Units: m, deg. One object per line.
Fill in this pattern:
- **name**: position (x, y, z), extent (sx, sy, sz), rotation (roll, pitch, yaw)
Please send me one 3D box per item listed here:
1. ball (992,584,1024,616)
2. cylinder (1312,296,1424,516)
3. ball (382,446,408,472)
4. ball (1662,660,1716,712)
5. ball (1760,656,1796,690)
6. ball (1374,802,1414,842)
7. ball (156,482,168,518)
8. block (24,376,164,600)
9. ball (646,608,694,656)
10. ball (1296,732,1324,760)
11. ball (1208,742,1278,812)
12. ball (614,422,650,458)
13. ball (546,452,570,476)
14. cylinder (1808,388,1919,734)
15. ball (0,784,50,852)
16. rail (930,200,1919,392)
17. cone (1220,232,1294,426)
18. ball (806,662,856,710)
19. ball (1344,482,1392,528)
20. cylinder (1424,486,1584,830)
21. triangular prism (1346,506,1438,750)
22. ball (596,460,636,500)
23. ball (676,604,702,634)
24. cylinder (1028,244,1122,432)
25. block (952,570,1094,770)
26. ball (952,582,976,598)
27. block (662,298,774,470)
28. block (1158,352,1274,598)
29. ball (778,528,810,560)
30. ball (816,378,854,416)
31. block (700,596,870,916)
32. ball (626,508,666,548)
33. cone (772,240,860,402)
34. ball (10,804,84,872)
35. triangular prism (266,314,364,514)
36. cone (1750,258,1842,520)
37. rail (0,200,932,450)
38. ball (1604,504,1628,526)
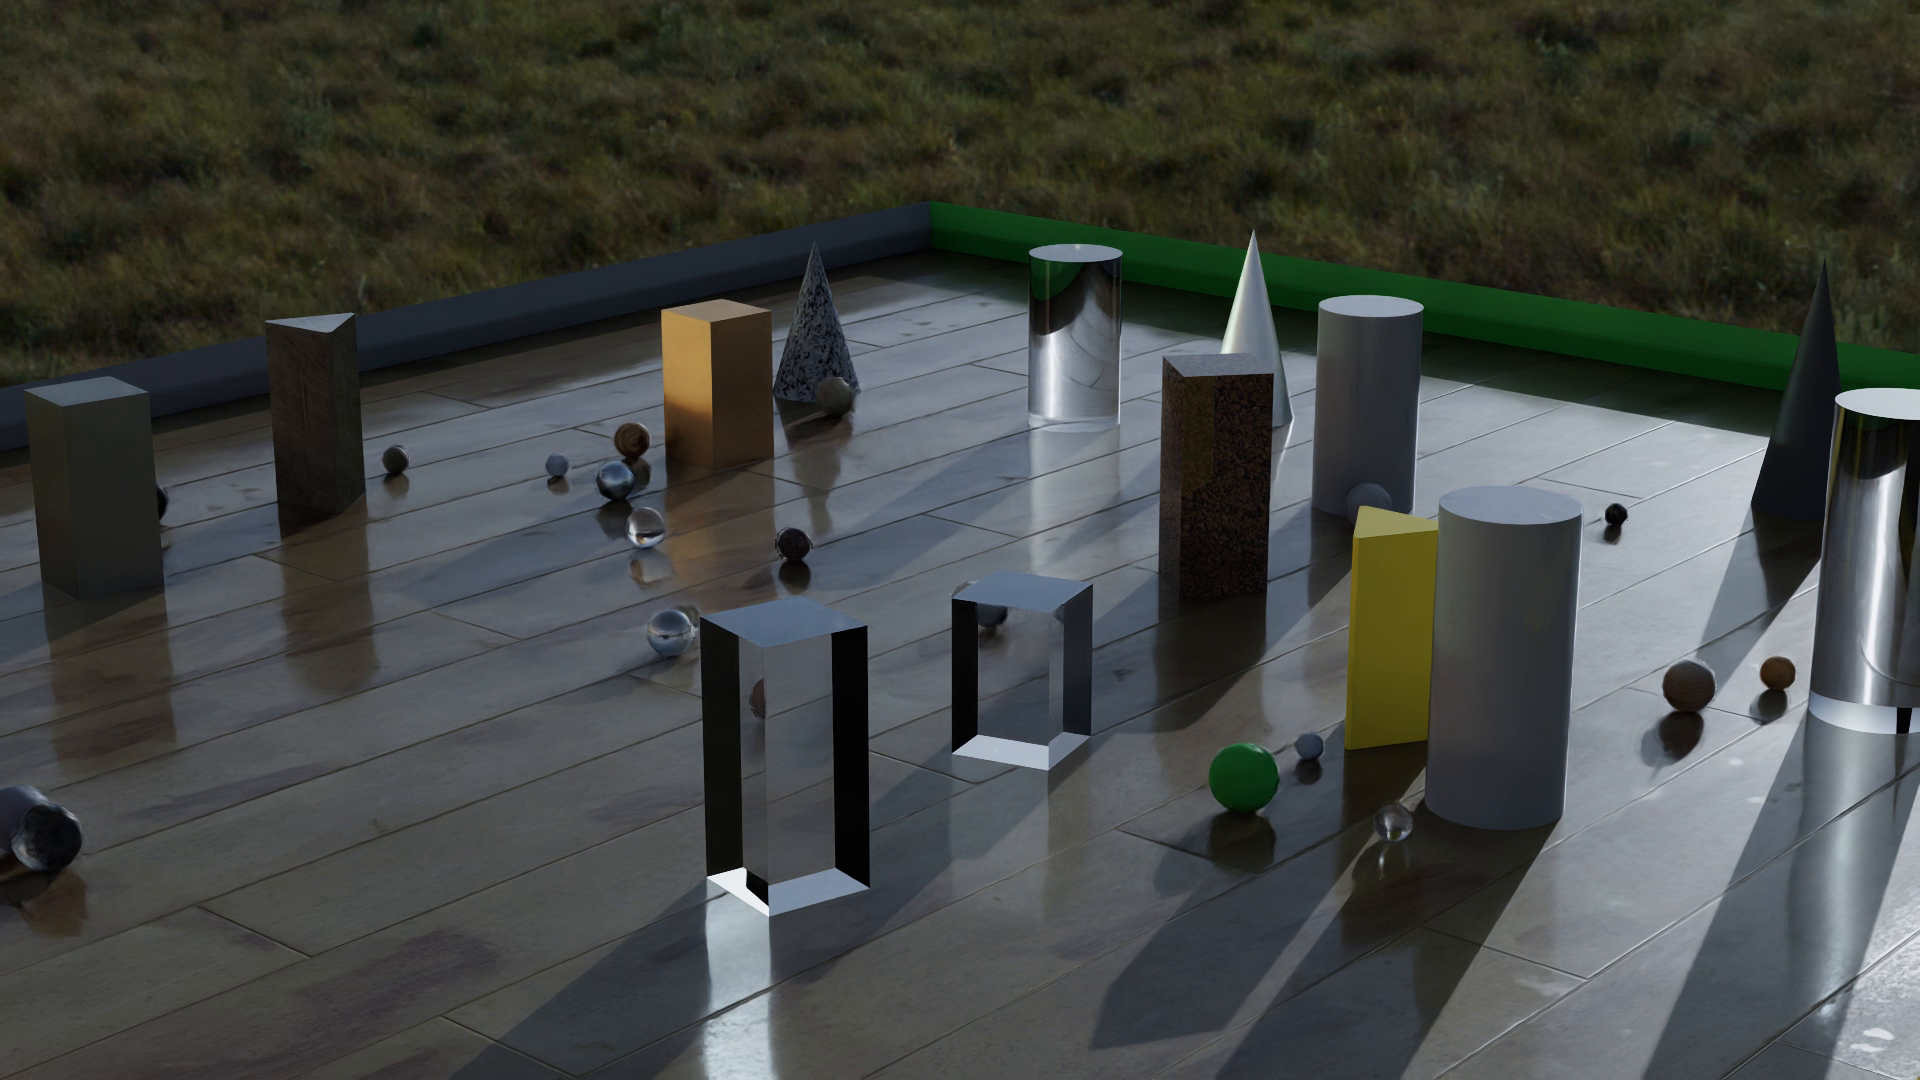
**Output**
- **ball**: position (0.083, 0.103, 5.016), extent (0.056, 0.056, 0.056), rotation (0, 17, 0)
- **cylinder**: position (0.782, -0.258, 5.631), extent (0.198, 0.391, 0.198), rotation (0, 17, 0)
- **ball**: position (-1.136, -0.162, 5.901), extent (0.052, 0.052, 0.052), rotation (0, 17, 0)
- **ball**: position (1.133, 0.227, 4.559), extent (0.081, 0.081, 0.081), rotation (0, 17, 0)
- **ball**: position (1.299, 0.211, 4.657), extent (0.055, 0.055, 0.055), rotation (0, 17, 0)
- **ball**: position (0.602, 0.391, 4.063), extent (0.053, 0.053, 0.053), rotation (0, 17, 0)
- **ball**: position (-1.540, -0.072, 5.548), extent (0.083, 0.083, 0.083), rotation (0, 17, 0)
- **block**: position (-1.523, -0.093, 5.159), extent (0.158, 0.348, 0.158), rotation (-14, 22, -38)
- **ball**: position (-0.476, 0.151, 4.817), extent (0.077, 0.077, 0.077), rotation (0, 17, 0)
- **ball**: position (0.521, 0.307, 4.363), extent (0.042, 0.042, 0.042), rotation (0, 17, 0)
- **ball**: position (0.403, 0.337, 4.162), extent (0.099, 0.099, 0.099), rotation (0, 17, 0)
- **ball**: position (-0.671, -0.206, 6.009), extent (0.075, 0.075, 0.075), rotation (0, 17, 0)
- **ball**: position (-0.806, -0.151, 5.873), extent (0.047, 0.047, 0.047), rotation (0, 17, 0)
- **cylinder**: position (1.423, 0.031, 4.495), extent (0.198, 0.494, 0.198), rotation (0, 17, 0)
- **ball**: position (-1.294, 0.382, 4.025), extent (0.093, 0.093, 0.093), rotation (0, 17, 0)
- **rail**: position (1.512, -0.470, 6.787), extent (4.268, 0.129, 0.045), rotation (14, 22, 39)
- **cone**: position (0.623, -0.464, 6.281), extent (0.198, 0.412, 0.198), rotation (0, 17, 0)
- **ball**: position (-0.201, 0.227, 4.567), extent (0.076, 0.076, 0.076), rotation (0, 17, 0)
- **ball**: position (0.767, -0.063, 5.508), extent (0.090, 0.090, 0.090), rotation (0, 17, 0)
- **cylinder**: position (0.765, 0.164, 4.135), extent (0.198, 0.446, 0.198), rotation (0, 17, 0)
- **triangular prism**: position (0.639, 0.127, 4.456), extent (0.171, 0.332, 0.149), rotation (-6, 18, -18)
- **ball**: position (-0.669, -0.115, 5.702), extent (0.077, 0.077, 0.077), rotation (0, 17, 0)
- **ball**: position (-0.457, 0.135, 4.912), extent (0.054, 0.054, 0.054), rotation (0, 17, 0)
- **cylinder**: position (0.245, -0.431, 6.248), extent (0.198, 0.367, 0.198), rotation (0, 17, 0)
- **block**: position (0.094, 0.192, 4.391), extent (0.158, 0.244, 0.158), rotation (8, 19, 25)
- **ball**: position (0.019, 0.104, 4.991), extent (0.067, 0.067, 0.067), rotation (0, 17, 0)
- **block**: position (-0.494, -0.319, 5.983), extent (0.158, 0.306, 0.158), rotation (-15, 23, -41)
- **block**: position (0.447, -0.115, 5.150), extent (0.158, 0.396, 0.158), rotation (-3, 17, -9)
- **ball**: position (-0.301, 0.007, 5.327), extent (0.059, 0.059, 0.059), rotation (0, 17, 0)
- **ball**: position (-0.270, -0.308, 6.334), extent (0.082, 0.082, 0.082), rotation (0, 17, 0)
- **block**: position (-0.231, 0.282, 3.876), extent (0.158, 0.370, 0.158), rotation (-12, 20, -34)
- **ball**: position (-0.578, -0.022, 5.396), extent (0.075, 0.075, 0.075), rotation (0, 17, 0)
- **cone**: position (-0.320, -0.498, 6.508), extent (0.198, 0.345, 0.198), rotation (0, 17, 0)
- **ball**: position (-1.232, 0.402, 3.957), extent (0.093, 0.093, 0.093), rotation (0, 17, 0)
- **triangular prism**: position (-1.218, -0.253, 5.676), extent (0.171, 0.355, 0.149), rotation (11, 20, 33)
- **cone**: position (1.631, -0.299, 5.598), extent (0.198, 0.489, 0.198), rotation (0, 17, 0)
- **rail**: position (-1.594, -0.367, 6.445), extent (0.045, 0.129, 4.660), rotation (14, 22, 39)
- **ball**: position (1.240, -0.048, 5.540), extent (0.042, 0.042, 0.042), rotation (0, 17, 0)
